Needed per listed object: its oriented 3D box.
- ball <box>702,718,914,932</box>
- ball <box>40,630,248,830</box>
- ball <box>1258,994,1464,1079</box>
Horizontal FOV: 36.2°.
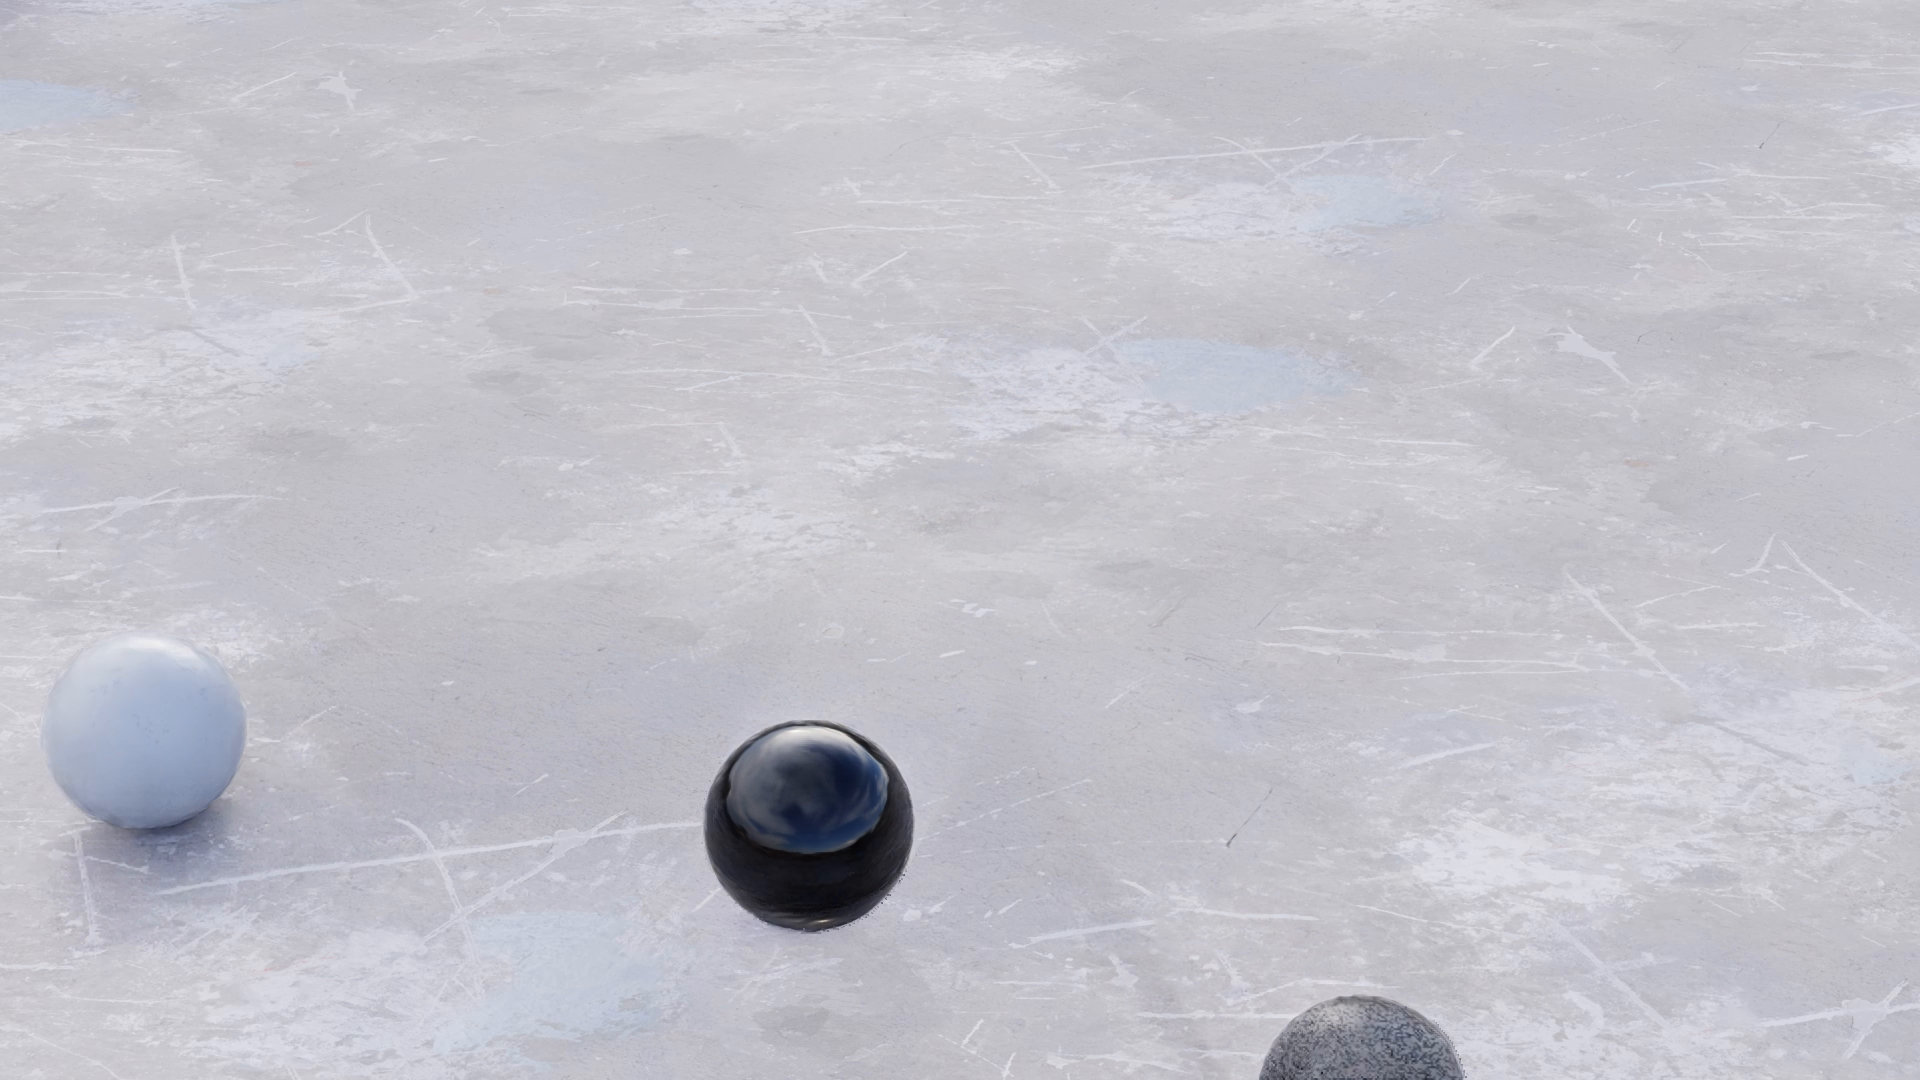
[{"bbox_3d":[-0.069,0.130,1.346,0.097,0.097,0.097,0,30,0],"label":"ball"},{"bbox_3d":[-0.392,0.091,1.416,0.096,0.096,0.096,0,30,0],"label":"ball"},{"bbox_3d":[0.163,0.226,1.190,0.084,0.084,0.084,0,30,0],"label":"ball"}]
